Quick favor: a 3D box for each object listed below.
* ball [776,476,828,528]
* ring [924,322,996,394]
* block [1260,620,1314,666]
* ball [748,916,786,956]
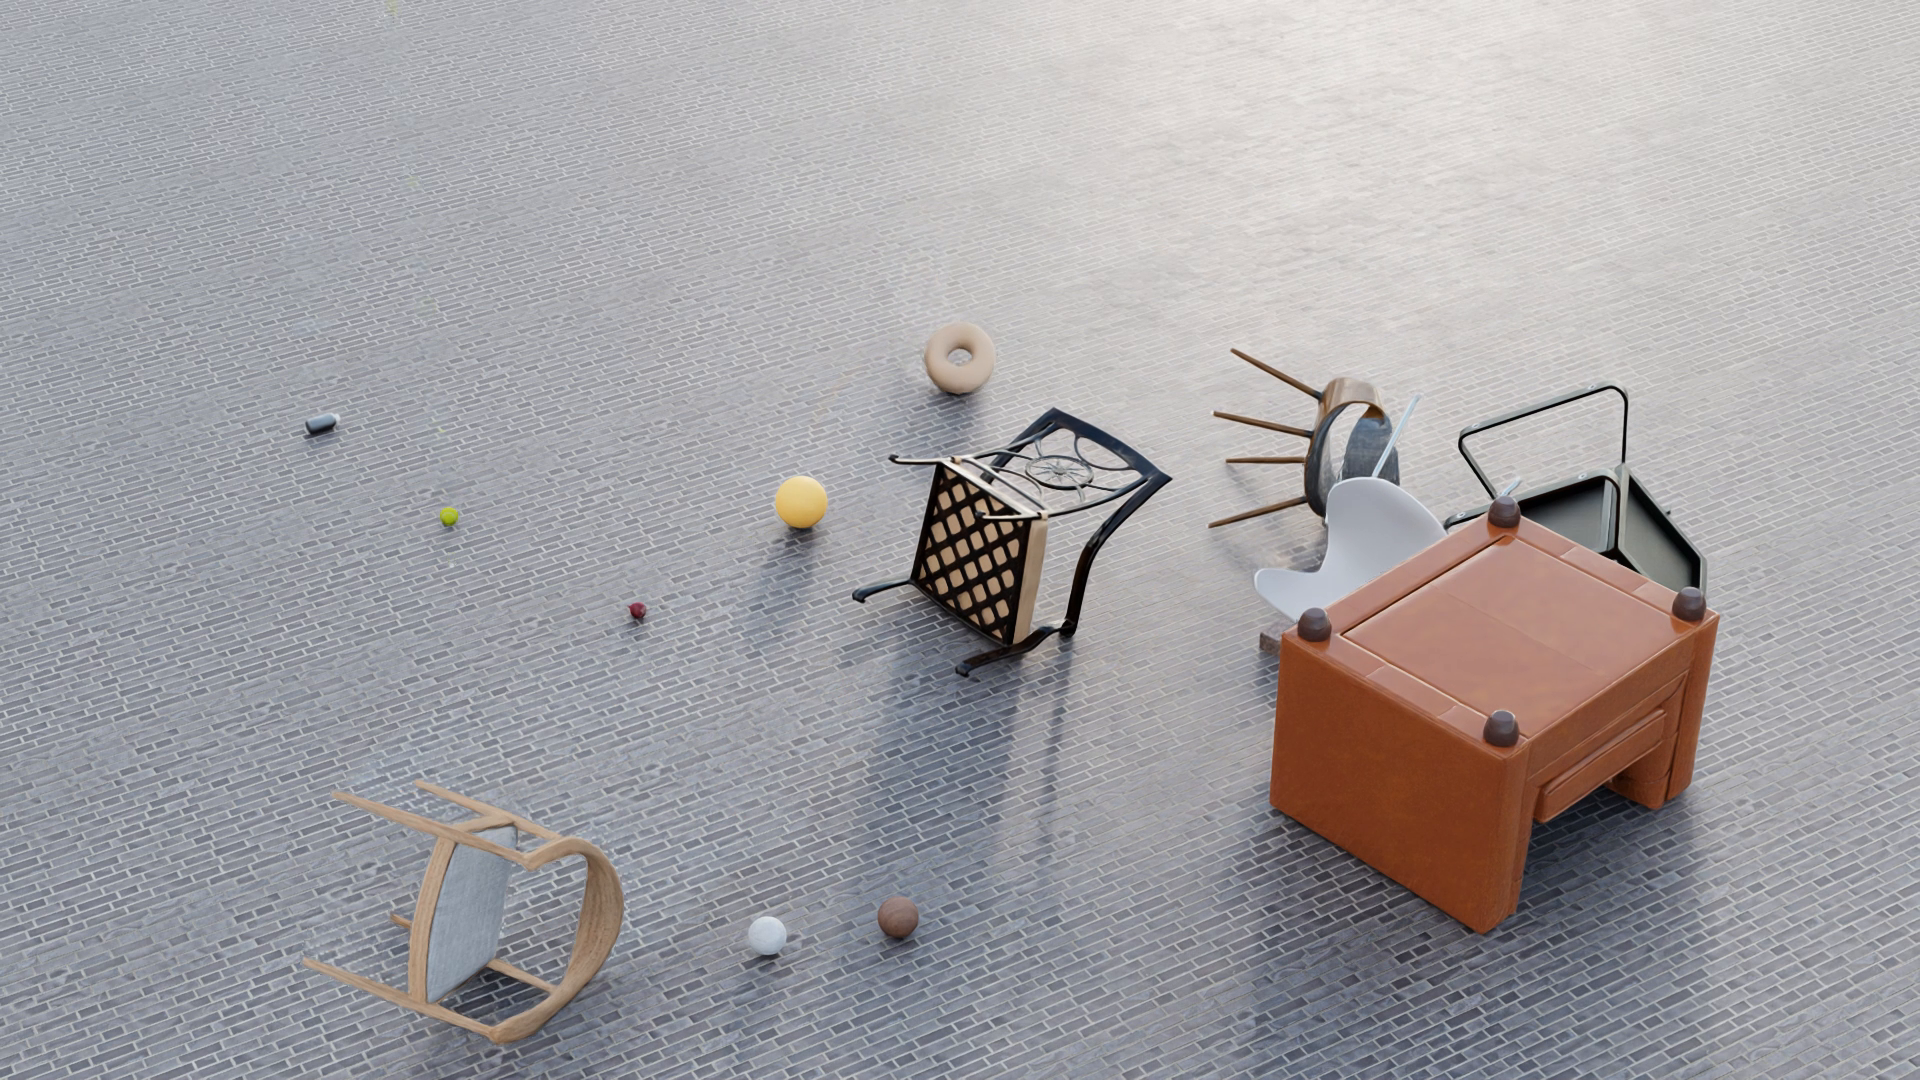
[{"bbox_3d":[-0.594,-0.142,10.981,0.197,0.197,0.197,0,33,0],"label":"ball"},{"bbox_3d":[-0.001,-0.740,11.881,0.288,0.114,0.333,-1,58,2],"label":"ring"},{"bbox_3d":[1.150,0.362,10.333,0.109,0.069,0.154,-28,42,-35],"label":"block"},{"bbox_3d":[-0.591,1.214,8.993,0.119,0.119,0.119,0,33,0],"label":"ball"}]
